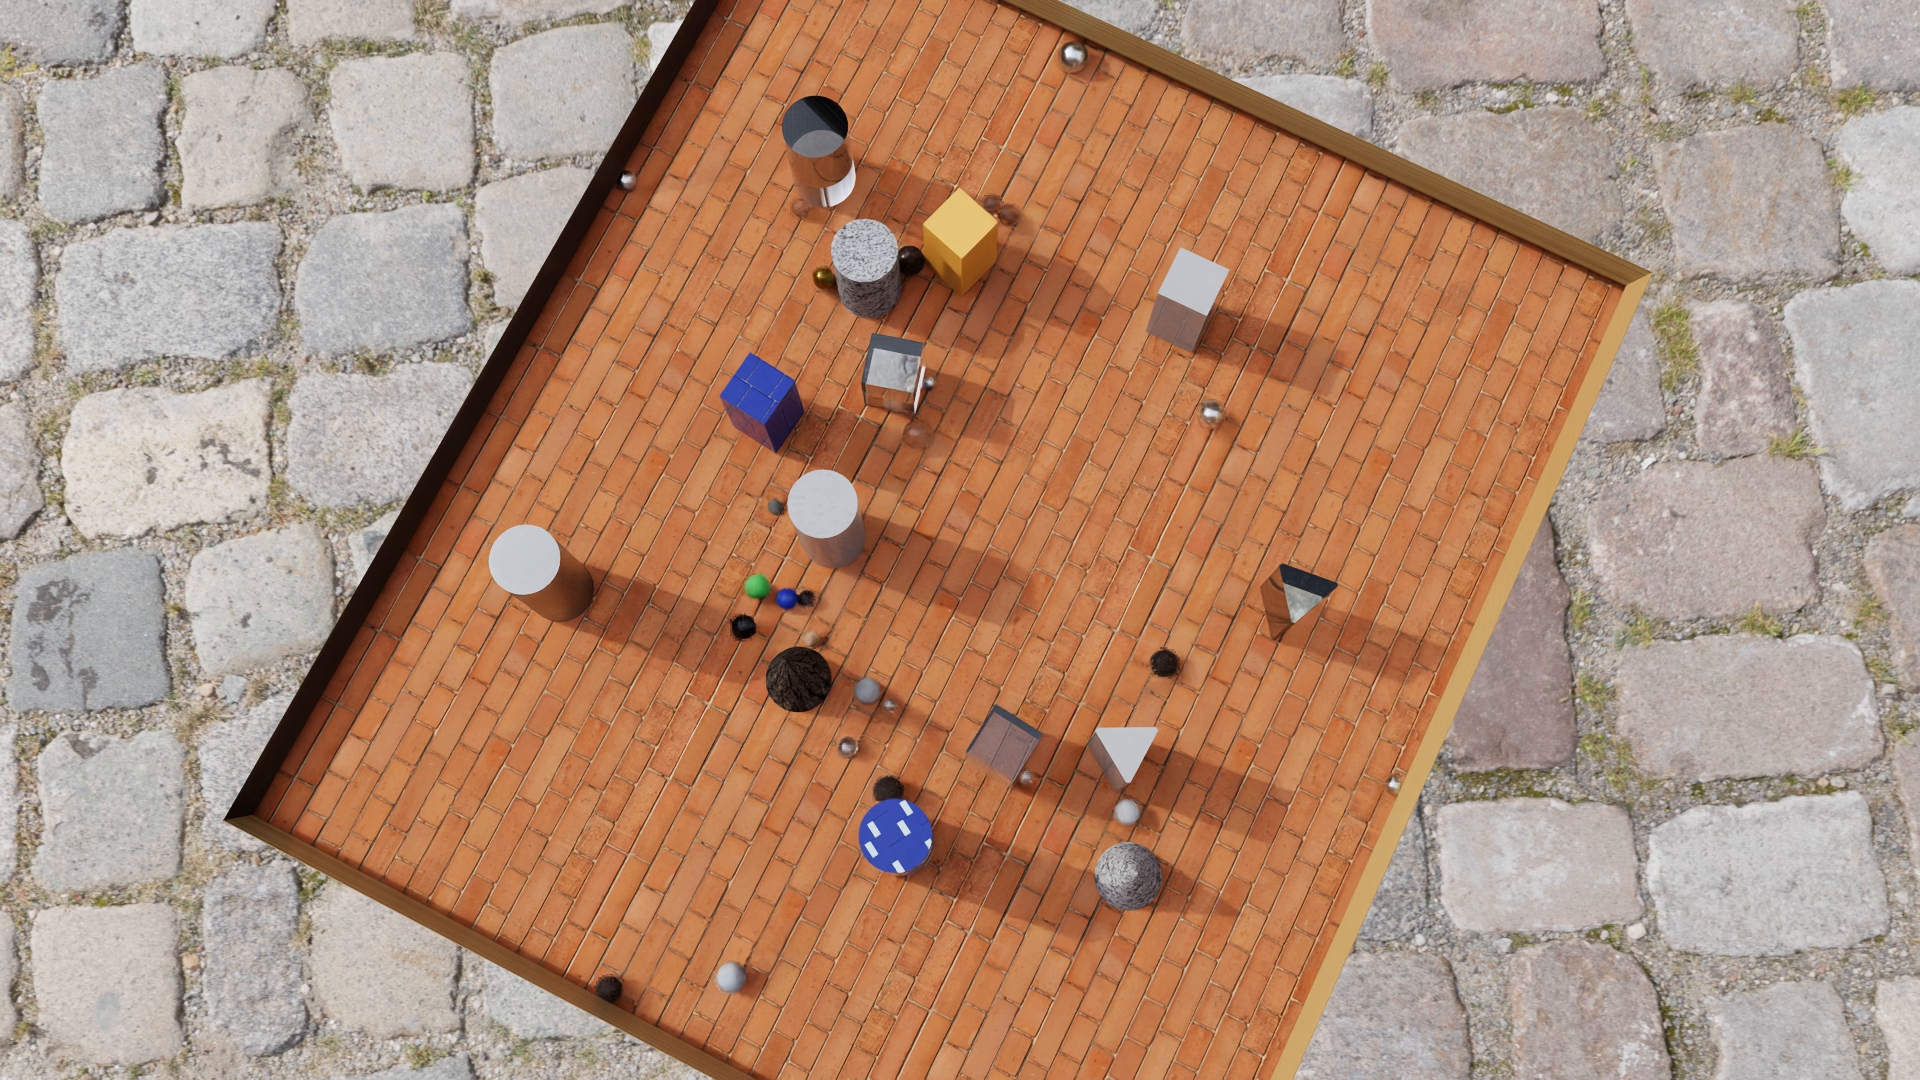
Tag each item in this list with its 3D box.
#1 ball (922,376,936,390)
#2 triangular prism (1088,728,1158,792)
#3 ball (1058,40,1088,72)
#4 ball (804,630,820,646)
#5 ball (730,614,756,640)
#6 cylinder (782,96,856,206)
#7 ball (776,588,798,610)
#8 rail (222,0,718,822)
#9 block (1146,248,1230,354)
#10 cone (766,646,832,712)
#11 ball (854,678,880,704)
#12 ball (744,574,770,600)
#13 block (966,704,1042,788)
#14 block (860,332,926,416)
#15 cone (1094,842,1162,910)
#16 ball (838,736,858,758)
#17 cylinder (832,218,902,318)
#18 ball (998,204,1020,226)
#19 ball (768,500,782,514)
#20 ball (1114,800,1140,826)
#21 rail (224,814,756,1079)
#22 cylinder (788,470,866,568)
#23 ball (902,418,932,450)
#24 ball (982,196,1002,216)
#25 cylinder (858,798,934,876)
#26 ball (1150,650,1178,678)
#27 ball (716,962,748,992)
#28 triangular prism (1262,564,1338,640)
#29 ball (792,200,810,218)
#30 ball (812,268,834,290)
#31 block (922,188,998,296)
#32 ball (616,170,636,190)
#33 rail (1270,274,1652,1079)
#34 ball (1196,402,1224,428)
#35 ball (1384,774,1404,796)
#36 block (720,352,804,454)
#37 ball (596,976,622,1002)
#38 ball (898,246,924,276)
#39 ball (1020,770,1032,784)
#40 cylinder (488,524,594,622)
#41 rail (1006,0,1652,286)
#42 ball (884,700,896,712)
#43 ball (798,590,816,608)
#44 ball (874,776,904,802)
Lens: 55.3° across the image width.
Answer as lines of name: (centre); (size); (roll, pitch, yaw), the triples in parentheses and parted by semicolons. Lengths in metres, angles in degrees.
ball: (-0.098, -0.486, 5.696); (0.041, 0.041, 0.041); (0, 78, 0)
triangular prism: (0.488, 0.603, 5.297); (0.150, 0.382, 0.173); (-30, 80, -6)
ball: (0.363, -1.554, 5.887); (0.100, 0.100, 0.100); (0, 78, 0)
ball: (-0.447, 0.297, 5.531); (0.047, 0.047, 0.047); (0, 78, 0)
ball: (-0.653, 0.263, 5.524); (0.075, 0.075, 0.075); (0, 78, 0)
cylinder: (-0.434, -1.197, 5.667); (0.199, 0.386, 0.199); (0, 78, 0)
ball: (-0.524, 0.178, 5.546); (0.067, 0.067, 0.067); (0, 78, 0)
rail: (-1.355, -0.657, 5.685); (0.045, 0.129, 3.412); (26, 80, 5)
block: (0.689, -0.726, 5.582); (0.159, 0.363, 0.159); (26, 79, 5)
cone: (-0.487, 0.377, 5.321); (0.199, 0.427, 0.199); (0, 78, 0)
ball: (-0.277, 0.454, 5.483); (0.078, 0.078, 0.078); (0, 78, 0)
ball: (-0.614, 0.143, 5.549); (0.074, 0.074, 0.074); (0, 78, 0)
block: (0.126, 0.604, 5.330); (0.159, 0.317, 0.159); (32, 80, 6)
block: (-0.202, -0.505, 5.596); (0.159, 0.246, 0.159); (11, 79, 2)
cone: (0.497, 0.962, 5.264); (0.199, 0.301, 0.199); (0, 78, 0)
ball: (-0.334, 0.616, 5.458); (0.061, 0.061, 0.061); (0, 78, 0)
cylinder: (-0.284, -0.828, 5.617); (0.199, 0.336, 0.199); (0, 78, 0)
ball: (0.155, -1.026, 5.795); (0.068, 0.068, 0.068); (0, 78, 0)
ball: (-0.566, -0.102, 5.614); (0.046, 0.046, 0.046); (0, 78, 0)
ball: (0.492, 0.805, 5.410); (0.077, 0.077, 0.077); (0, 78, 0)
rail: (-0.752, 1.480, 5.243); (3.077, 0.129, 0.045); (26, 80, 5)
cylinder: (-0.388, -0.057, 5.399); (0.199, 0.449, 0.199); (0, 78, 0)
ball: (-0.130, -0.326, 5.636); (0.094, 0.094, 0.094); (0, 78, 0)
ball: (0.100, -1.060, 5.805); (0.062, 0.062, 0.062); (0, 78, 0)
cylinder: (-0.175, 0.849, 5.198); (0.199, 0.476, 0.199); (0, 78, 0)
ball: (0.611, 0.370, 5.497); (0.084, 0.084, 0.084); (0, 78, 0)
ball: (-0.661, 1.266, 5.310); (0.088, 0.088, 0.088); (0, 78, 0)
triangular prism: (0.966, 0.160, 5.407); (0.173, 0.345, 0.150); (-39, 81, -7)
ball: (-0.506, -1.051, 5.805); (0.057, 0.057, 0.057); (0, 78, 0)
ball: (-0.428, -0.821, 5.752); (0.068, 0.068, 0.068); (0, 78, 0)
block: (0.002, -0.912, 5.634); (0.159, 0.336, 0.159); (43, 81, 8)
ball: (-1.060, -1.142, 5.821); (0.063, 0.063, 0.063); (0, 78, 0)
rail: (1.355, 0.670, 5.411); (0.045, 0.129, 3.412); (26, 80, 5)
ball: (0.773, -0.385, 5.653); (0.085, 0.085, 0.085); (0, 78, 0)
ball: (1.287, 0.726, 5.434); (0.062, 0.062, 0.062); (0, 78, 0)
block: (-0.593, -0.409, 5.527); (0.159, 0.342, 0.159); (33, 80, 6)
ball: (-1.015, 1.301, 5.309); (0.076, 0.076, 0.076); (0, 78, 0)
ball: (-0.158, -0.877, 5.750); (0.095, 0.095, 0.095); (0, 78, 0)
ball: (0.196, 0.706, 5.450); (0.040, 0.040, 0.040); (0, 78, 0)
cylinder: (-1.216, 0.103, 5.350); (0.199, 0.480, 0.199); (0, 78, 0)
rail: (0.752, -1.467, 5.853); (3.077, 0.129, 0.045); (26, 80, 5)
ball: (-0.209, 0.497, 5.493); (0.041, 0.041, 0.041); (0, 78, 0)
ball: (-0.465, 0.178, 5.553); (0.052, 0.052, 0.052); (0, 78, 0)
ball: (-0.211, 0.743, 5.418); (0.089, 0.089, 0.089); (0, 78, 0)
